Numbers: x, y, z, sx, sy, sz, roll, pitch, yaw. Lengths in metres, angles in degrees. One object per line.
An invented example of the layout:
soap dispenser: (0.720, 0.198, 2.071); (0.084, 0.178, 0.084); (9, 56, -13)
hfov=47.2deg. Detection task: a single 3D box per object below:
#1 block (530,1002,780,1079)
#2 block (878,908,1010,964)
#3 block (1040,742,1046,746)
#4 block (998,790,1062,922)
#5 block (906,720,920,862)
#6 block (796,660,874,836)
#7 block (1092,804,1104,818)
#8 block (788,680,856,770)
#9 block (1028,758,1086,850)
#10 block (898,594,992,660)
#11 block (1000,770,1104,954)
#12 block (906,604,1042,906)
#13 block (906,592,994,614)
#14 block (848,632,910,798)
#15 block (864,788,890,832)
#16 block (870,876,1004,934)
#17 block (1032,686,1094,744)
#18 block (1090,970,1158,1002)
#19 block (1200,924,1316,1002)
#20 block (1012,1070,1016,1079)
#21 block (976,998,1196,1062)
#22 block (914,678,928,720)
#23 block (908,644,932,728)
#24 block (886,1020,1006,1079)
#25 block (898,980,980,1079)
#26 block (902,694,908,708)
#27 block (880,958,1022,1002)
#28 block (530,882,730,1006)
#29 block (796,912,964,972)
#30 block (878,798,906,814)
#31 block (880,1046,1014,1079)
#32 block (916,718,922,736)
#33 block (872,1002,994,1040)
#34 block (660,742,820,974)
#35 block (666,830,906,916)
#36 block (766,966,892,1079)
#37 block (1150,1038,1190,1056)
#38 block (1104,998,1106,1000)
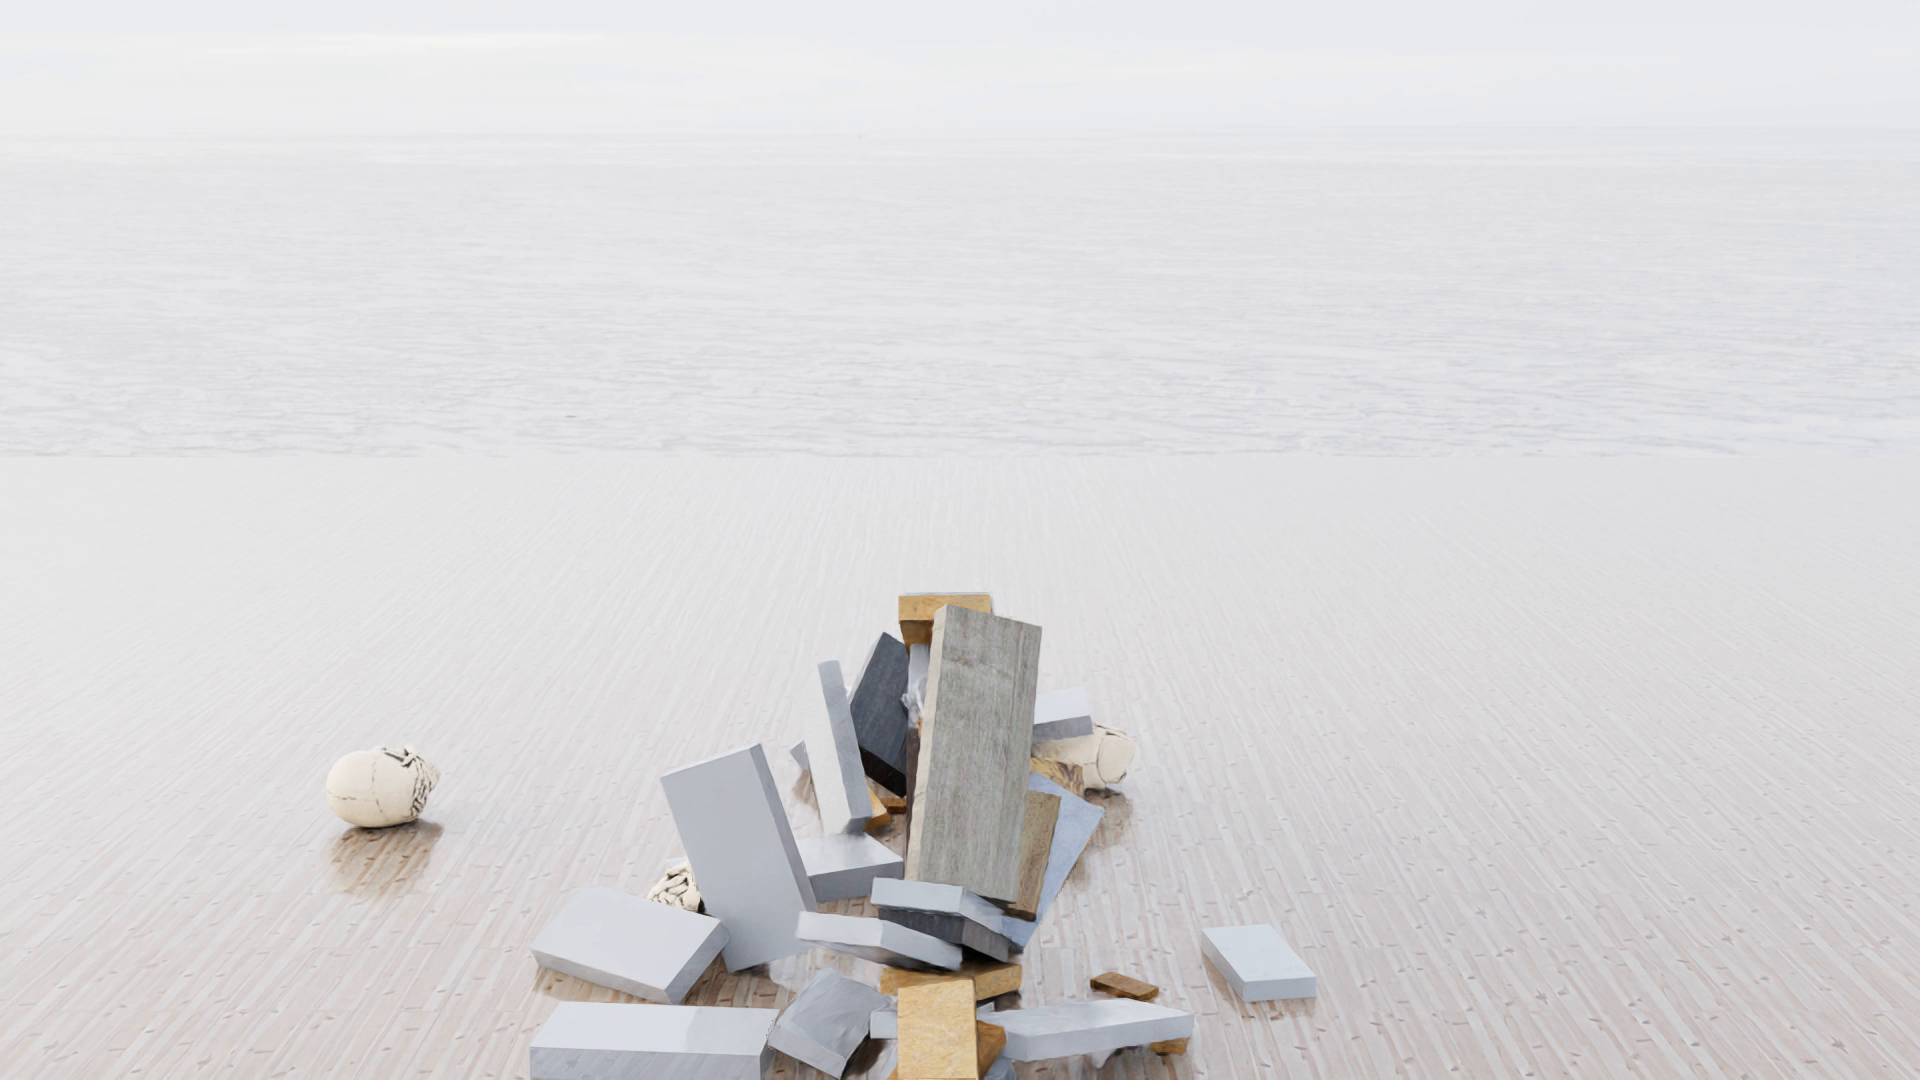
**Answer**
block: (-0.414, 0.689, 3.014); (0.313, 0.044, 0.157); (1, 11, 5)
block: (-0.021, 0.570, 3.160); (0.126, 0.036, 0.252); (4, -16, 17)
block: (0.180, 0.379, 4.615); (0.021, 0.072, 0.145); (38, 4, -11)
block: (0.083, 0.466, 3.289); (0.102, 0.029, 0.203); (12, 53, 5)
block: (0.005, 0.457, 3.425); (0.175, 0.350, 0.050); (0, -5, 0)
block: (-0.224, 0.380, 3.899); (0.042, 0.297, 0.148); (-4, -27, -23)
block: (0.190, 0.501, 4.087); (0.141, 0.020, 0.071); (9, 15, 40)
block: (-0.218, 0.345, 4.577); (0.180, 0.051, 0.475); (-36, 3, 13)
block: (0.155, 0.475, 4.006); (0.141, 0.040, 0.282); (8, 17, -2)
block: (-0.019, 0.152, 3.706); (0.148, 0.042, 0.297); (-1, -17, 2)
block: (0.102, 0.488, 3.339); (0.126, 0.252, 0.036); (30, -27, 7)
block: (0.022, 0.311, 3.198); (0.157, 0.416, 0.044); (14, -22, -21)
block: (-0.019, 0.150, 3.851); (0.148, 0.042, 0.297); (0, -16, -1)
block: (-0.131, 0.339, 4.315); (0.180, 0.051, 0.360); (34, 31, -7)
block: (-0.180, 0.497, 4.039); (0.071, 0.020, 0.141); (-20, 18, -12)
block: (-0.029, 0.520, 3.117); (0.126, 0.036, 0.252); (4, -16, 16)
block: (0.108, 0.348, 4.209); (0.282, 0.040, 0.141); (-9, 19, 1)
block: (0.243, 0.661, 3.250); (0.093, 0.013, 0.046); (10, 14, 43)
block: (0.449, 0.638, 3.326); (0.111, 0.031, 0.221); (-2, 11, -10)
block: (-0.008, 0.686, 2.864); (0.141, 0.040, 0.283); (0, -3, -2)
block: (0.156, 0.638, 2.878); (0.111, 0.031, 0.472); (6, -4, 32)
block: (0.006, 0.299, 3.287); (0.102, 0.203, 0.029); (-11, -22, -13)
block: (0.006, 0.232, 3.540); (0.175, 0.050, 0.350); (0, 11, -1)
block: (-0.029, 0.640, 2.613); (0.093, 0.026, 0.186); (9, 36, 28)
block: (-0.026, 0.603, 2.621); (0.093, 0.026, 0.186); (-8, 31, 3)
block: (-0.015, 0.314, 4.403); (0.262, 0.014, 0.050); (-7, 53, -50)
block: (-0.009, 0.631, 3.166); (0.125, 0.035, 0.250); (3, -5, 20)
block: (-0.498, 0.605, 3.302); (0.282, 0.040, 0.141); (8, 42, 35)
block: (-0.106, 0.547, 2.987); (0.125, 0.035, 0.250); (1, -17, 26)
block: (-0.137, 0.499, 4.116); (0.101, 0.014, 0.050); (-1, 11, 1)
block: (-0.046, 0.702, 2.601); (0.141, 0.040, 0.283); (9, 30, 15)
block: (0.003, 0.359, 3.302); (0.102, 0.203, 0.029); (-10, -23, -3)
block: (-0.034, 0.653, 2.994); (0.125, 0.035, 0.250); (-1, -9, 10)
block: (-0.324, 0.479, 3.309); (0.157, 0.313, 0.044); (-19, 1, 19)
block: (-0.293, 0.561, 3.686); (0.360, 0.051, 0.180); (-5, 12, -25)
block: (-0.178, 0.668, 3.059); (0.111, 0.031, 0.221); (24, 15, 9)
block: (0.296, 0.692, 3.075); (0.046, 0.013, 0.093); (6, 12, 13)
block: (0.197, 0.681, 3.143); (0.046, 0.013, 0.093); (9, 14, 40)
